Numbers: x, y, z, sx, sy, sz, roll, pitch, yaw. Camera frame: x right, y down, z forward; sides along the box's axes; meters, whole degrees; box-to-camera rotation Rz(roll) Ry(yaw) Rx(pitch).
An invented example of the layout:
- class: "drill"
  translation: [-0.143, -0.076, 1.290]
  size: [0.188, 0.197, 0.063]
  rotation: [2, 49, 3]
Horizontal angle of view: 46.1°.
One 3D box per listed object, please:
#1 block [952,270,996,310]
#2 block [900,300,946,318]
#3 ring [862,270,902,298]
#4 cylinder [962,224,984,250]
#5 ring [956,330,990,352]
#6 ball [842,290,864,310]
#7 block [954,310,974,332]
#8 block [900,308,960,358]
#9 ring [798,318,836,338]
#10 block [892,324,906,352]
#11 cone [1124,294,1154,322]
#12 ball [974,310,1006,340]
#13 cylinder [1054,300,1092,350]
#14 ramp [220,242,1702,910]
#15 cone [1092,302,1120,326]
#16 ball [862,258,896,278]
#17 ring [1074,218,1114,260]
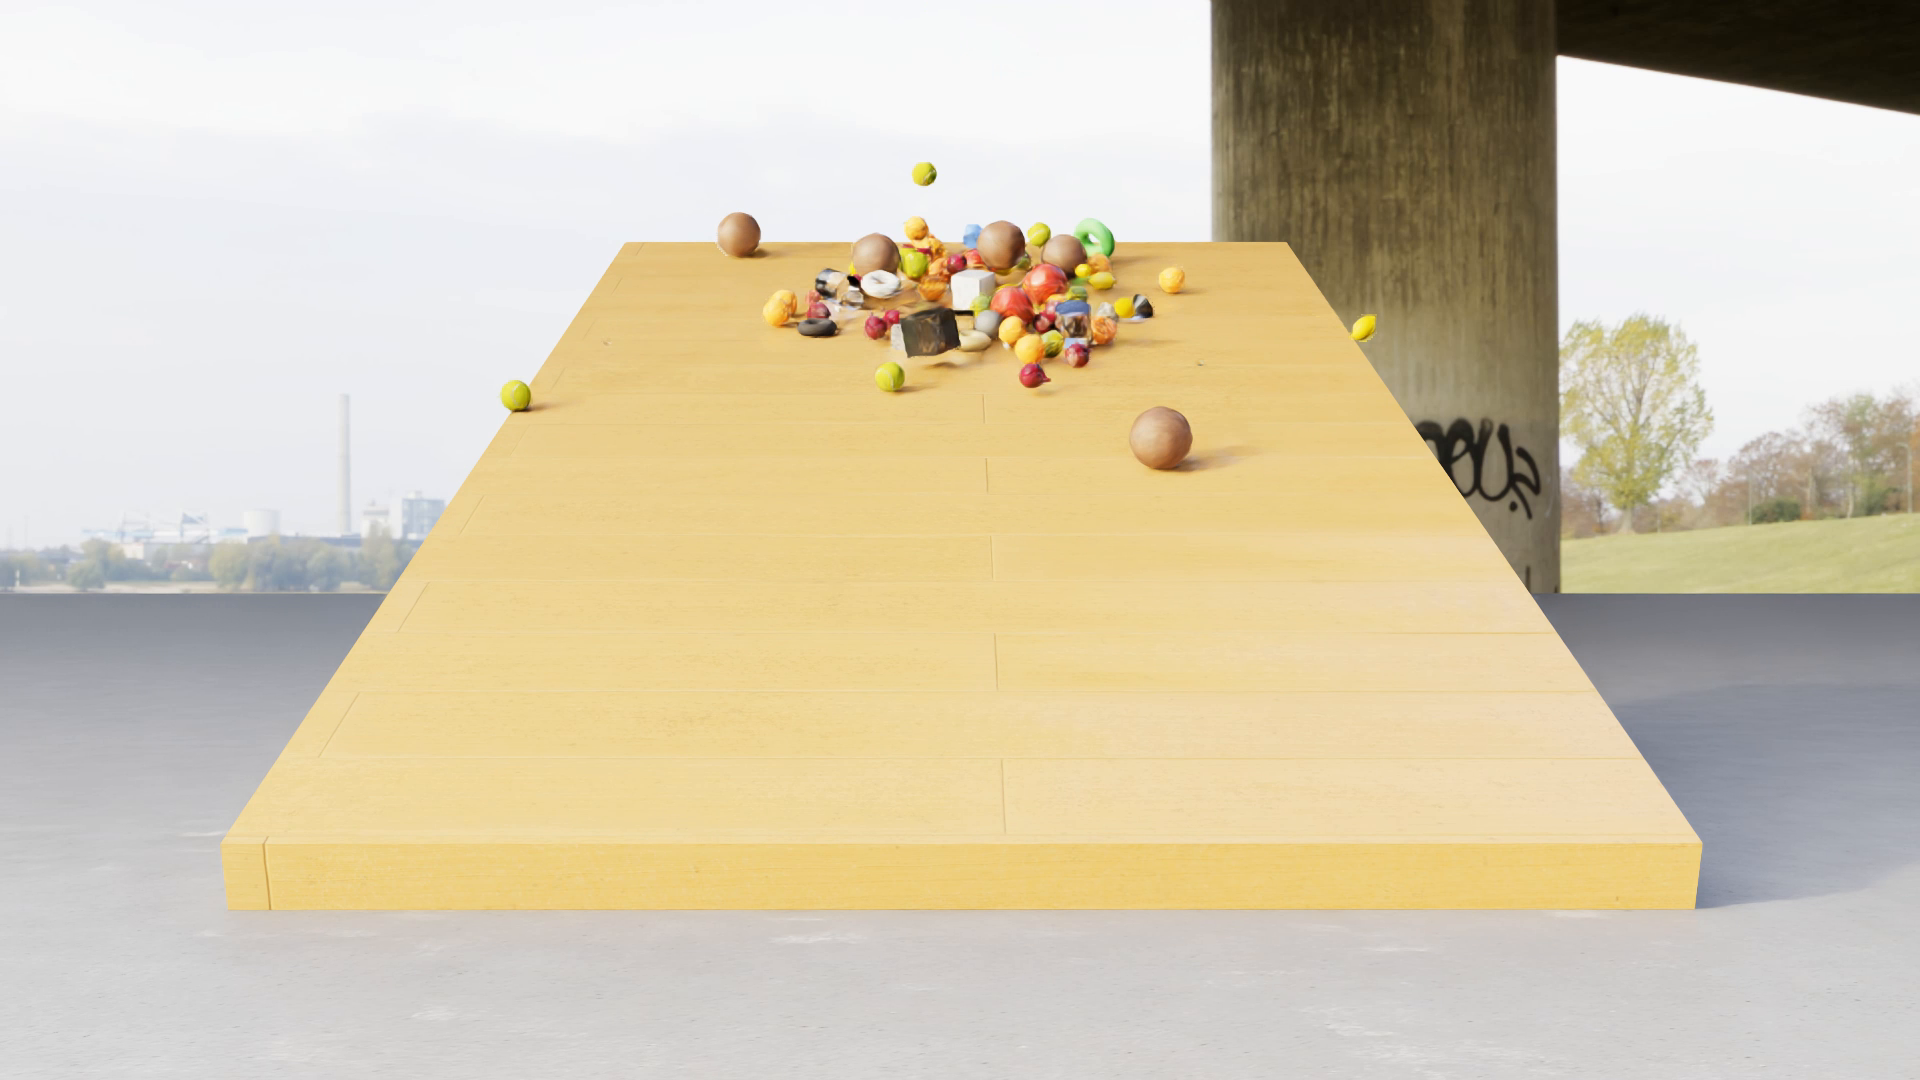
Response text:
- class: "block"
  translation: [0.037, -0.668, 6.014]
  size: [0.085, 0.085, 0.085]
  rotation: [11, 23, 28]
- class: "block"
  translation: [-0.093, -0.550, 5.677]
  size: [0.085, 0.085, 0.085]
  rotation: [15, 24, 37]
- class: "ring"
  translation: [-0.206, -0.670, 5.905]
  size: [0.106, 0.035, 0.106]
  rotation: [4, 38, -3]
- class: "cylinder"
  translation: [0.037, -0.856, 6.351]
  size: [0.053, 0.053, 0.053]
  rotation: [0, 39, 7]
- class: "ring"
  translation: [0.024, -0.494, 5.593]
  size: [0.104, 0.035, 0.104]
  rotation: [1, 19, 0]
- class: "ball"
  translation: [-0.284, -0.636, 5.967]
  size: [0.056, 0.056, 0.056]
  rotation: [0, -1, 0]
- class: "block"
  translation: [0.002, -0.543, 5.686]
  size: [0.064, 0.064, 0.064]
  rotation: [1, 21, 4]
- class: "block"
  translation: [-0.071, -0.496, 5.387]
  size: [0.094, 0.094, 0.094]
  rotation: [0, 19, 40]
- class: "ring"
  translation: [-0.362, -0.540, 5.725]
  size: [0.100, 0.033, 0.100]
  rotation: [-1, 19, 0]
- class: "block"
  translation: [-0.128, -0.504, 5.584]
  size: [0.059, 0.059, 0.059]
  rotation: [13, 23, 32]
- class: "cone"
  translation: [0.454, -0.590, 5.874]
  size: [0.072, 0.072, 0.072]
  rotation: [-39, 14, -20]
- class: "ball"
  translation: [0.075, -0.542, 5.666]
  size: [0.076, 0.076, 0.076]
  rotation: [0, -1, 0]
- class: "cylinder"
  translation: [0.278, -0.528, 5.525]
  size: [0.089, 0.089, 0.089]
  rotation: [-4, 32, 2]
- class: "ramp"
  translation: [-0.004, -0.199, 4.946]
  size: [2.000, 0.100, 4.000]
  rotation: [0, 19, 0]
- class: "cone"
  translation: [0.364, -0.570, 5.821]
  size: [0.067, 0.067, 0.067]
  rotation: [-39, 15, -21]
- class: "ball"
  translation: [-0.220, -0.725, 6.158]
  size: [0.093, 0.093, 0.093]
  rotation: [0, -1, 0]
- class: "ring"
  translation: [0.388, -0.867, 6.508]
  size: [0.133, 0.133, 0.044]
  rotation: [-1, 34, 45]
